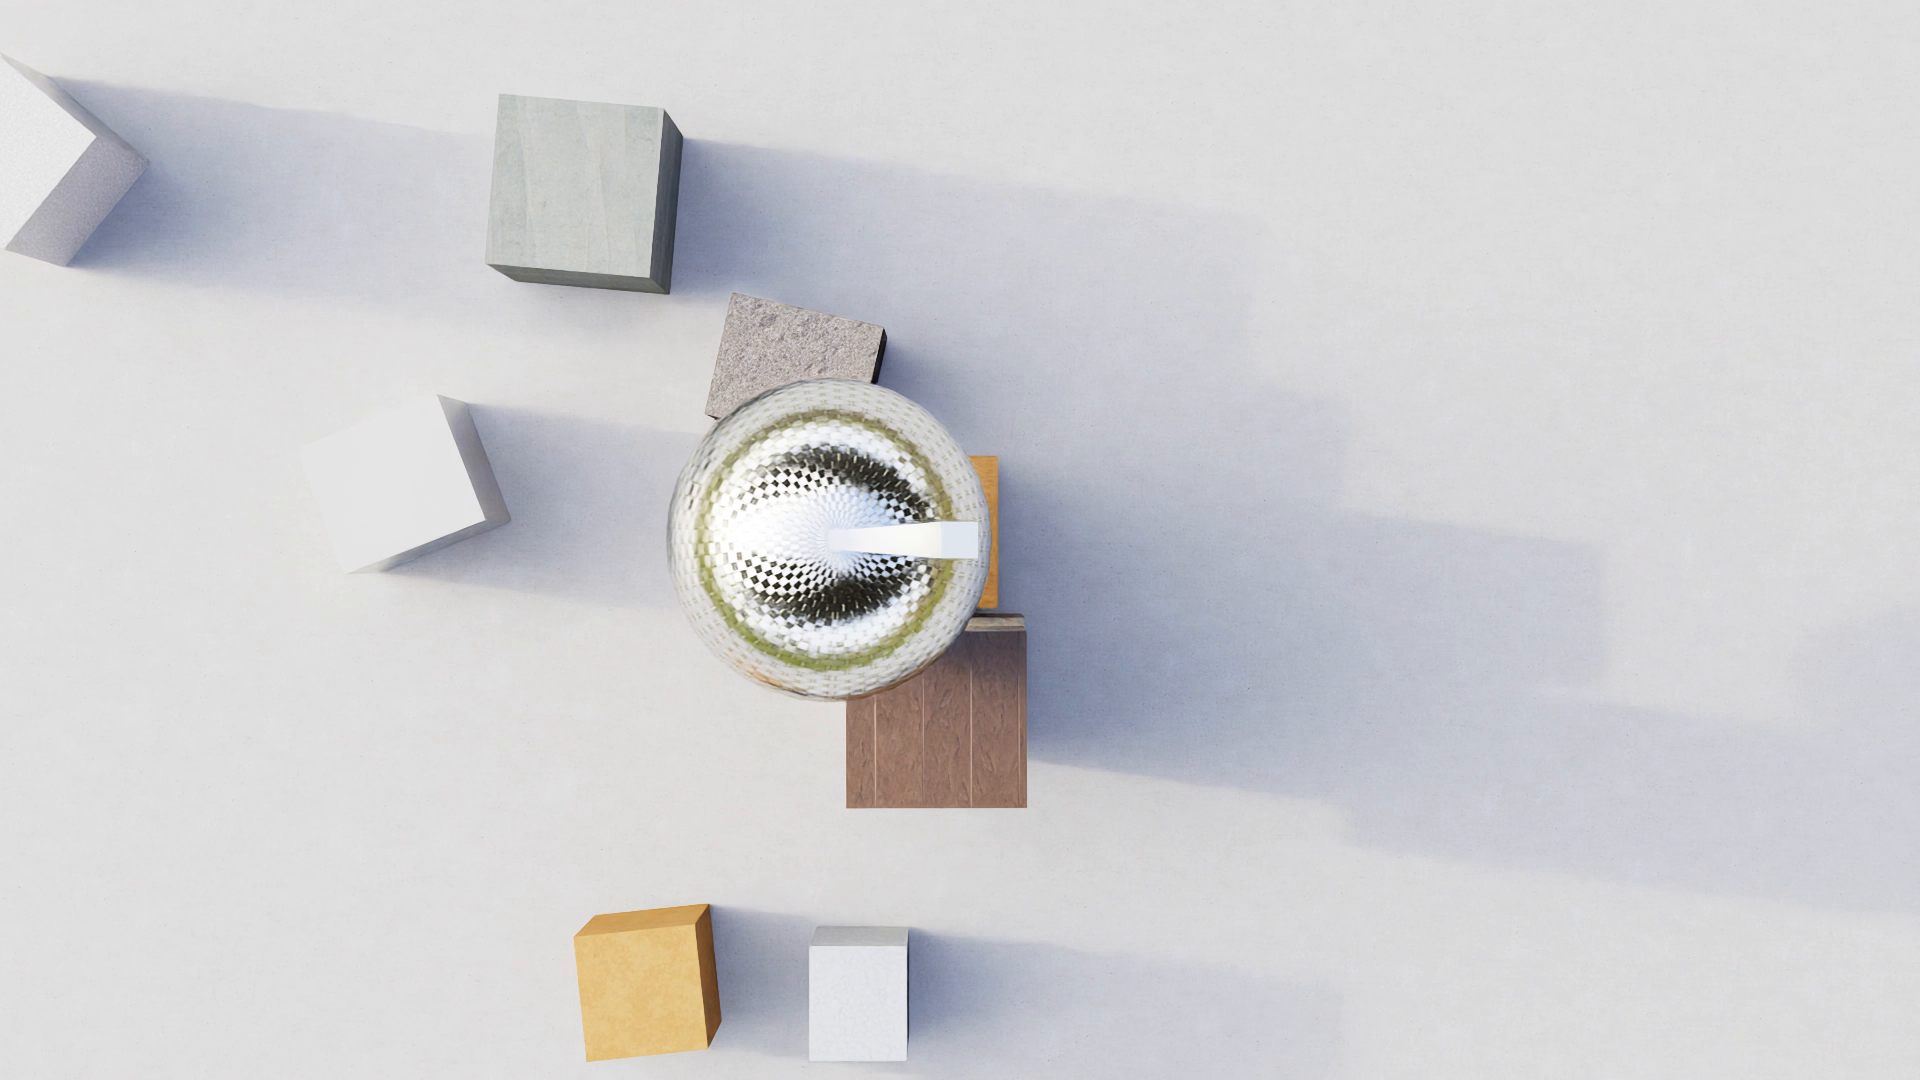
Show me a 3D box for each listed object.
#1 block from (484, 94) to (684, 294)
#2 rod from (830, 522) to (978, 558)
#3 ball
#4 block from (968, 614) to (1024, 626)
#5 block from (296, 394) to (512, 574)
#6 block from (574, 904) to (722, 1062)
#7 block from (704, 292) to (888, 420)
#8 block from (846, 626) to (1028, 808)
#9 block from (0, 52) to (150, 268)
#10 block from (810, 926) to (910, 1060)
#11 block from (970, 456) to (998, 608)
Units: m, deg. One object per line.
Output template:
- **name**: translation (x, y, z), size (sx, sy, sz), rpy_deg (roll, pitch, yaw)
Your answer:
- **block**: translation (-2.130, -1.957, 12.571), size (0.914, 0.859, 0.941), rpy_deg (5, 90, 0)
- **rod**: translation (-0.278, 0.000, 7.415), size (0.080, 5.200, 0.080), rpy_deg (0, 90, -6)
- **ball**: translation (-0.641, 0.000, 10.796), size (1.600, 1.600, 1.600), rpy_deg (0, 90, 0)
- **block**: translation (-0.030, 0.811, 12.639), size (0.786, 0.722, 0.755), rpy_deg (0, 90, 0)
- **block**: translation (-3.177, -0.311, 12.633), size (0.844, 0.735, 0.754), rpy_deg (-21, 90, 0)
- **block**: translation (-1.784, 2.532, 12.642), size (0.682, 0.716, 0.703), rpy_deg (-6, 90, 0)
- **block**: translation (-0.929, -0.950, 12.650), size (0.870, 0.699, 0.700), rpy_deg (13, 90, 0)
- **block**: translation (-0.123, 0.941, 11.889), size (0.947, 0.779, 0.926), rpy_deg (0, 90, 0)
- **block**: translation (-5.352, -2.180, 12.588), size (0.811, 0.823, 0.809), rpy_deg (39, 90, 0)
- **block**: translation (-0.572, 2.605, 12.678), size (0.545, 0.644, 0.644), rpy_deg (0, 90, 0)
- **block**: translation (-0.212, -0.045, 12.547), size (0.840, 0.905, 0.836), rpy_deg (0, 90, 0)
